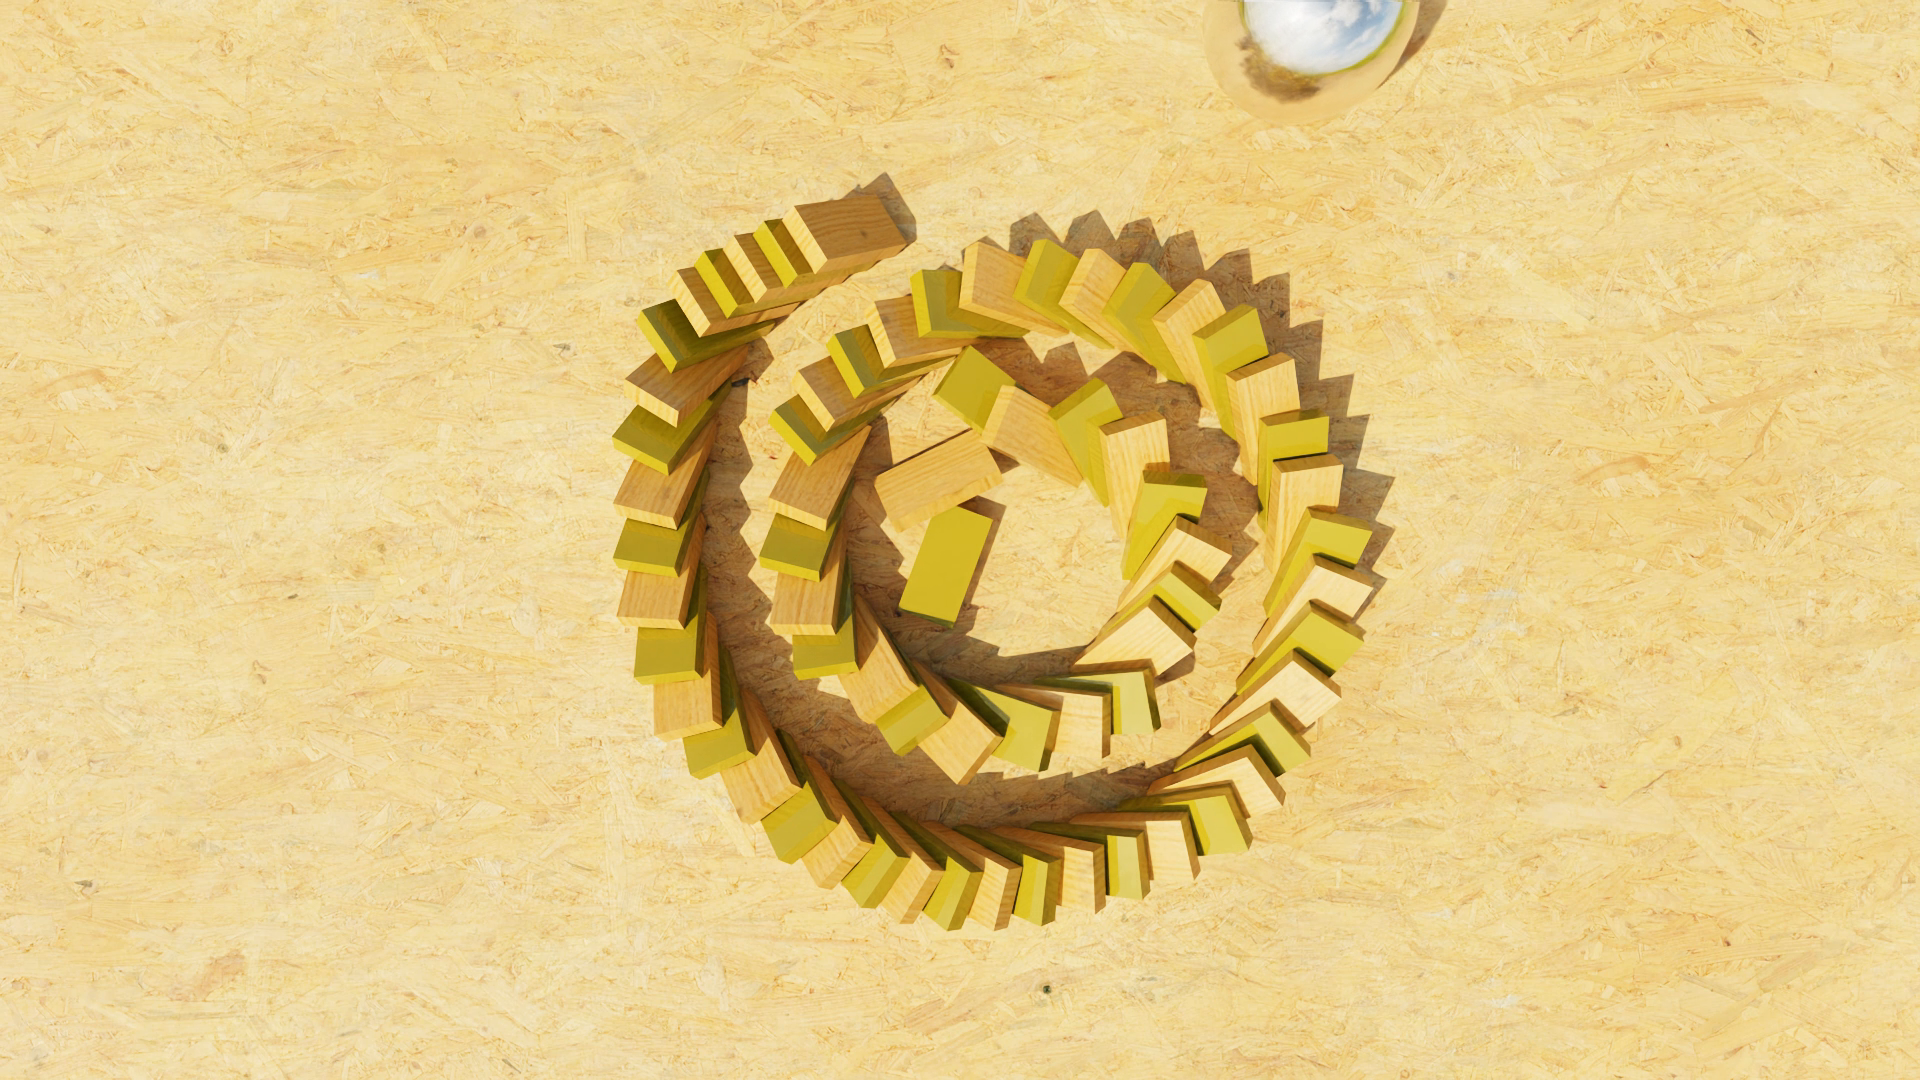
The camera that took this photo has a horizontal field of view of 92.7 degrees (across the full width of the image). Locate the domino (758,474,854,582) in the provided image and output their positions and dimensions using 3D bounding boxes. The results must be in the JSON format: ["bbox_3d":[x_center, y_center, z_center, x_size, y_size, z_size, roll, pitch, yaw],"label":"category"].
[{"bbox_3d":[-0.063,-0.009,0.383,0.025,0.010,0.050,14,60,2],"label":"domino"}]

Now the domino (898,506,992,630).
[{"bbox_3d":[-0.006,0.010,0.395,0.025,0.009,0.050,20,90,0],"label":"domino"}]

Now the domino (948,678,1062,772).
[{"bbox_3d":[0.015,0.076,0.383,0.050,0.009,0.025,13,90,30],"label":"domino"}]

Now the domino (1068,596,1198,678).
[{"bbox_3d":[0.071,0.047,0.381,0.025,0.009,0.050,44,127,0],"label":"domino"}]

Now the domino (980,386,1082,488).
[{"bbox_3d":[0.034,-0.042,0.382,0.050,0.009,0.025,22,90,-35],"label":"domino"}]

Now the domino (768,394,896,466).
[{"bbox_3d":[-0.052,-0.054,0.382,0.025,0.009,0.050,47,54,0],"label":"domino"}]

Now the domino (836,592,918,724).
[{"bbox_3d":[-0.040,0.049,0.381,0.025,0.009,0.050,-36,54,1],"label":"domino"}]

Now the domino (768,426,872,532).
[{"bbox_3d":[-0.058,-0.031,0.384,0.025,0.009,0.050,21,61,0],"label":"domino"}]

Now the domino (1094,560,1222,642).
[{"bbox_3d":[0.082,0.034,0.381,0.025,0.009,0.050,39,127,-1],"label":"domino"}]

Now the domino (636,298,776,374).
[{"bbox_3d":[-0.105,-0.090,0.381,0.050,0.009,0.025,-35,90,-37],"label":"domino"}]

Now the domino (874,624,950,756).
[{"bbox_3d":[-0.029,0.062,0.384,0.025,0.010,0.050,-38,61,0],"label":"domino"}]

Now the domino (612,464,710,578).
[{"bbox_3d":[-0.124,-0.010,0.384,0.025,0.010,0.050,9,62,0],"label":"domino"}]

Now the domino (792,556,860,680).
[{"bbox_3d":[-0.057,0.032,0.383,0.025,0.010,0.050,-9,58,1],"label":"domino"}]

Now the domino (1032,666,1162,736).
[{"bbox_3d":[0.057,0.068,0.383,0.050,0.009,0.025,-10,90,32],"label":"domino"}]

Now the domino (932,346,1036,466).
[{"bbox_3d":[0.015,-0.056,0.387,0.050,0.009,0.025,35,82,-17],"label":"domino"}]

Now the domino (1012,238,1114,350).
[{"bbox_3d":[0.048,-0.102,0.383,0.050,0.010,0.025,21,90,-31],"label":"domino"}]

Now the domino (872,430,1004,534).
[{"bbox_3d":[-0.010,-0.025,0.389,0.050,0.010,0.025,-26,58,0],"label":"domino"}]

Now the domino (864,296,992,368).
[{"bbox_3d":[-0.013,-0.089,0.381,0.050,0.009,0.025,-19,87,-35],"label":"domino"}]

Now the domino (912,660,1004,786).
[{"bbox_3d":[-0.009,0.076,0.383,0.050,0.010,0.025,39,92,29],"label":"domino"}]

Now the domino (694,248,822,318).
[{"bbox_3d":[-0.082,-0.109,0.379,0.010,0.050,0.025,-32,90,43],"label":"domino"}]

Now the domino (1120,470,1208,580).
[{"bbox_3d":[0.084,-0.005,0.381,0.025,0.009,0.050,5,128,0],"label":"domino"}]

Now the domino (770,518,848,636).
[{"bbox_3d":[-0.062,0.015,0.382,0.025,0.010,0.050,0,59,5],"label":"domino"}]

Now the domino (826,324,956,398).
[{"bbox_3d":[-0.028,-0.079,0.381,0.050,0.009,0.025,-27,88,-35],"label":"domino"}]

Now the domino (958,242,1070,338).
[{"bbox_3d":[0.024,-0.103,0.382,0.050,0.009,0.025,9,86,-32],"label":"domino"}]

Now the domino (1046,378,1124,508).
[{"bbox_3d":[0.059,-0.040,0.382,0.025,0.009,0.050,-36,124,-1],"label":"domino"}]

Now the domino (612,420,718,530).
[{"bbox_3d":[-0.122,-0.031,0.383,0.025,0.009,0.050,13,60,0],"label":"domino"}]

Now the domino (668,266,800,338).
[{"bbox_3d":[-0.092,-0.102,0.379,0.009,0.050,0.025,-32,90,43],"label":"domino"}]

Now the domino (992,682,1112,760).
[{"bbox_3d":[0.038,0.075,0.383,0.050,0.010,0.025,1,91,31],"label":"domino"}]

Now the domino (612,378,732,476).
[{"bbox_3d":[-0.120,-0.053,0.384,0.025,0.010,0.050,27,61,0],"label":"domino"}]

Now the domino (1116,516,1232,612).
[{"bbox_3d":[0.088,0.016,0.381,0.025,0.010,0.050,26,128,-2],"label":"domino"}]

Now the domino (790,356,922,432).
[{"bbox_3d":[-0.042,-0.067,0.381,0.050,0.009,0.025,-35,87,-36],"label":"domino"}]

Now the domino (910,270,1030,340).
[{"bbox_3d":[0.005,-0.098,0.382,0.050,0.009,0.025,-7,87,-34],"label":"domino"}]

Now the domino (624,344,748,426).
[{"bbox_3d":[-0.113,-0.071,0.380,0.025,0.010,0.050,31,50,1],"label":"domino"}]

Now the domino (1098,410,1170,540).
[{"bbox_3d":[0.074,-0.027,0.382,0.025,0.009,0.050,-17,122,-4],"label":"domino"}]
